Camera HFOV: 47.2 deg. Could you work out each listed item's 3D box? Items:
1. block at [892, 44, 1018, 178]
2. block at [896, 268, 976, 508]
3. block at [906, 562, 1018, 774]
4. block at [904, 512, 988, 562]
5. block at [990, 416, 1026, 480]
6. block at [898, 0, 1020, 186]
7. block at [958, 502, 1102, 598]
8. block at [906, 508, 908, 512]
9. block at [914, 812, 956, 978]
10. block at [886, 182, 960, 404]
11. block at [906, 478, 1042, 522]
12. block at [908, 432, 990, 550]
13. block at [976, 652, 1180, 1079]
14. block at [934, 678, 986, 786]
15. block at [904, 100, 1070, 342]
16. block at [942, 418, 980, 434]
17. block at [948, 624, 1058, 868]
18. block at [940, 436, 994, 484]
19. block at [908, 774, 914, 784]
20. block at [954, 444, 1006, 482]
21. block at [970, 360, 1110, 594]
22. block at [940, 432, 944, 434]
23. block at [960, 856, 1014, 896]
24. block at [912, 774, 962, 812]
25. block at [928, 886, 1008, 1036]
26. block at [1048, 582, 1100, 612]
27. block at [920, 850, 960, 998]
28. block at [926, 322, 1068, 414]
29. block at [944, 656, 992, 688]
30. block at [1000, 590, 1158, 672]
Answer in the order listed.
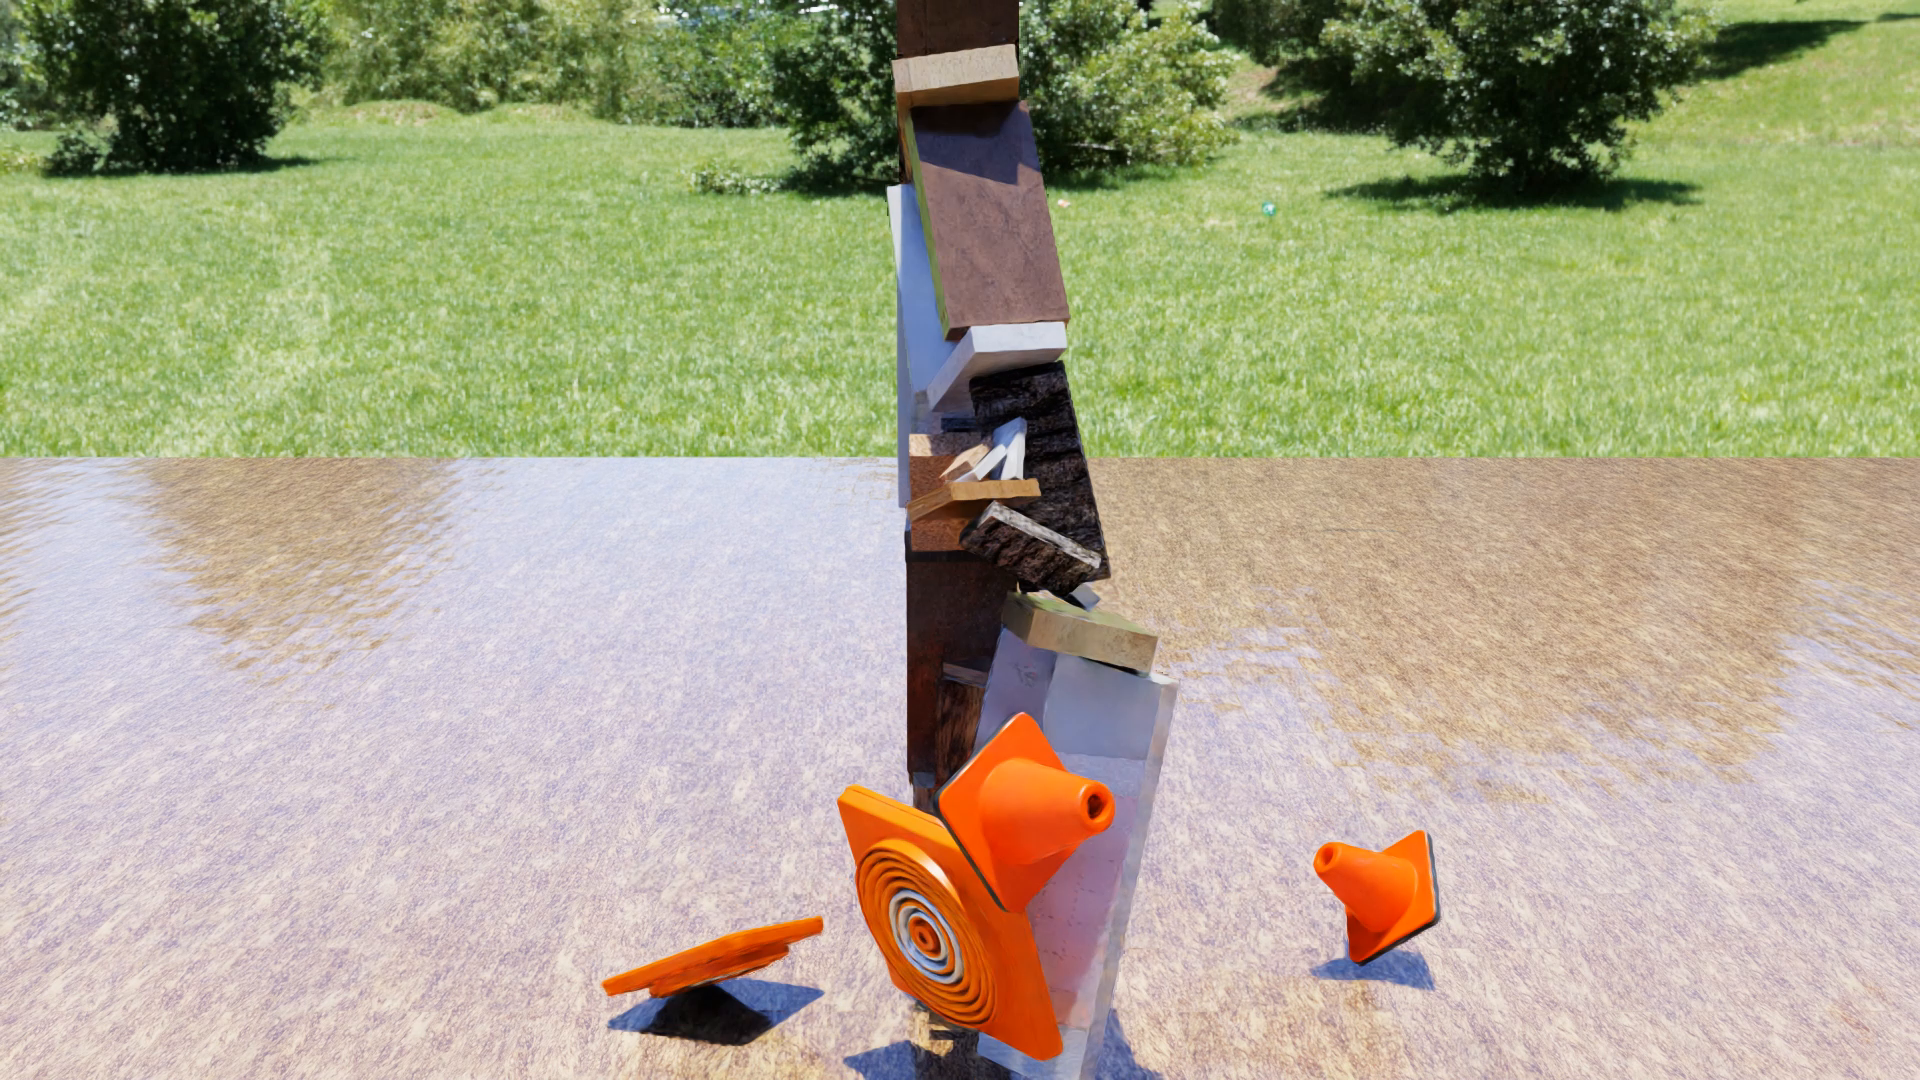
[{"bbox_3d":[-0.003,-0.590,3.049,0.162,0.046,0.325,-8,-11,0],"label":"block"},{"bbox_3d":[-0.006,-0.267,3.376,0.180,0.434,0.051,0,10,0],"label":"block"},{"bbox_3d":[0.002,0.184,3.287,0.164,0.328,0.046,0,11,0],"label":"block"},{"bbox_3d":[0.001,-0.020,3.360,0.164,0.046,0.328,0,10,0],"label":"block"},{"bbox_3d":[0.063,-0.111,2.861,0.047,0.094,0.013,-24,-43,38],"label":"block"},{"bbox_3d":[-0.003,-0.690,3.220,0.177,0.354,0.050,0,11,-1],"label":"block"},{"bbox_3d":[0.088,0.013,2.789,0.162,0.023,0.081,26,-40,-19],"label":"block"},{"bbox_3d":[-0.001,0.128,3.618,0.172,0.484,0.049,0,10,0],"label":"block"},{"bbox_3d":[-0.002,0.524,3.295,0.134,0.267,0.038,0,11,0],"label":"block"},{"bbox_3d":[-0.004,-0.364,3.149,0.162,0.325,0.046,-9,-19,3],"label":"block"},{"bbox_3d":[0.019,-0.051,2.805,0.162,0.023,0.081,-4,-16,-45],"label":"block"},{"bbox_3d":[-0.007,-0.066,3.080,0.125,0.035,0.250,-1,-31,-1],"label":"block"},{"bbox_3d":[0.152,0.436,2.891,0.159,0.567,0.045,17,12,32],"label":"block"},{"bbox_3d":[0.005,0.280,3.216,0.081,0.163,0.023,-1,20,-4],"label":"block"},{"bbox_3d":[0.035,-0.426,2.924,0.162,0.325,0.046,-6,-18,-13],"label":"block"},{"bbox_3d":[0.008,-0.165,3.266,0.063,0.018,0.127,-1,11,-4],"label":"block"},{"bbox_3d":[0.098,0.290,3.021,0.159,0.319,0.045,13,5,-3],"label":"block"},{"bbox_3d":[0.010,-0.103,2.842,0.047,0.013,0.094,-31,9,28],"label":"block"},{"bbox_3d":[-0.002,0.185,3.512,0.164,0.412,0.046,0,11,-2],"label":"block"},{"bbox_3d":[0.022,-0.091,2.824,0.047,0.013,0.094,-29,10,34],"label":"block"},{"bbox_3d":[0.110,-0.081,2.957,0.125,0.317,0.035,-10,28,9],"label":"block"},{"bbox_3d":[0.002,-0.101,3.319,0.063,0.127,0.018,-1,9,-3],"label":"block"},{"bbox_3d":[0.056,0.451,3.099,0.109,0.031,0.218,13,8,-3],"label":"block"},{"bbox_3d":[-0.002,0.357,3.355,0.134,0.038,0.267,0,11,0],"label":"block"},{"bbox_3d":[0.033,0.582,3.059,0.109,0.218,0.031,13,16,-1],"label":"block"},{"bbox_3d":[0.109,0.033,2.887,0.162,0.023,0.081,43,-12,-38],"label":"block"},{"bbox_3d":[0.000,0.561,3.217,0.109,0.218,0.031,-1,10,2],"label":"block"},{"bbox_3d":[0.047,-0.229,2.947,0.125,0.035,0.250,-4,-14,-16],"label":"block"},{"bbox_3d":[0.059,0.194,3.151,0.081,0.023,0.163,-6,10,-39],"label":"block"},{"bbox_3d":[0.152,0.118,2.905,0.159,0.045,0.319,13,2,-5],"label":"block"}]
